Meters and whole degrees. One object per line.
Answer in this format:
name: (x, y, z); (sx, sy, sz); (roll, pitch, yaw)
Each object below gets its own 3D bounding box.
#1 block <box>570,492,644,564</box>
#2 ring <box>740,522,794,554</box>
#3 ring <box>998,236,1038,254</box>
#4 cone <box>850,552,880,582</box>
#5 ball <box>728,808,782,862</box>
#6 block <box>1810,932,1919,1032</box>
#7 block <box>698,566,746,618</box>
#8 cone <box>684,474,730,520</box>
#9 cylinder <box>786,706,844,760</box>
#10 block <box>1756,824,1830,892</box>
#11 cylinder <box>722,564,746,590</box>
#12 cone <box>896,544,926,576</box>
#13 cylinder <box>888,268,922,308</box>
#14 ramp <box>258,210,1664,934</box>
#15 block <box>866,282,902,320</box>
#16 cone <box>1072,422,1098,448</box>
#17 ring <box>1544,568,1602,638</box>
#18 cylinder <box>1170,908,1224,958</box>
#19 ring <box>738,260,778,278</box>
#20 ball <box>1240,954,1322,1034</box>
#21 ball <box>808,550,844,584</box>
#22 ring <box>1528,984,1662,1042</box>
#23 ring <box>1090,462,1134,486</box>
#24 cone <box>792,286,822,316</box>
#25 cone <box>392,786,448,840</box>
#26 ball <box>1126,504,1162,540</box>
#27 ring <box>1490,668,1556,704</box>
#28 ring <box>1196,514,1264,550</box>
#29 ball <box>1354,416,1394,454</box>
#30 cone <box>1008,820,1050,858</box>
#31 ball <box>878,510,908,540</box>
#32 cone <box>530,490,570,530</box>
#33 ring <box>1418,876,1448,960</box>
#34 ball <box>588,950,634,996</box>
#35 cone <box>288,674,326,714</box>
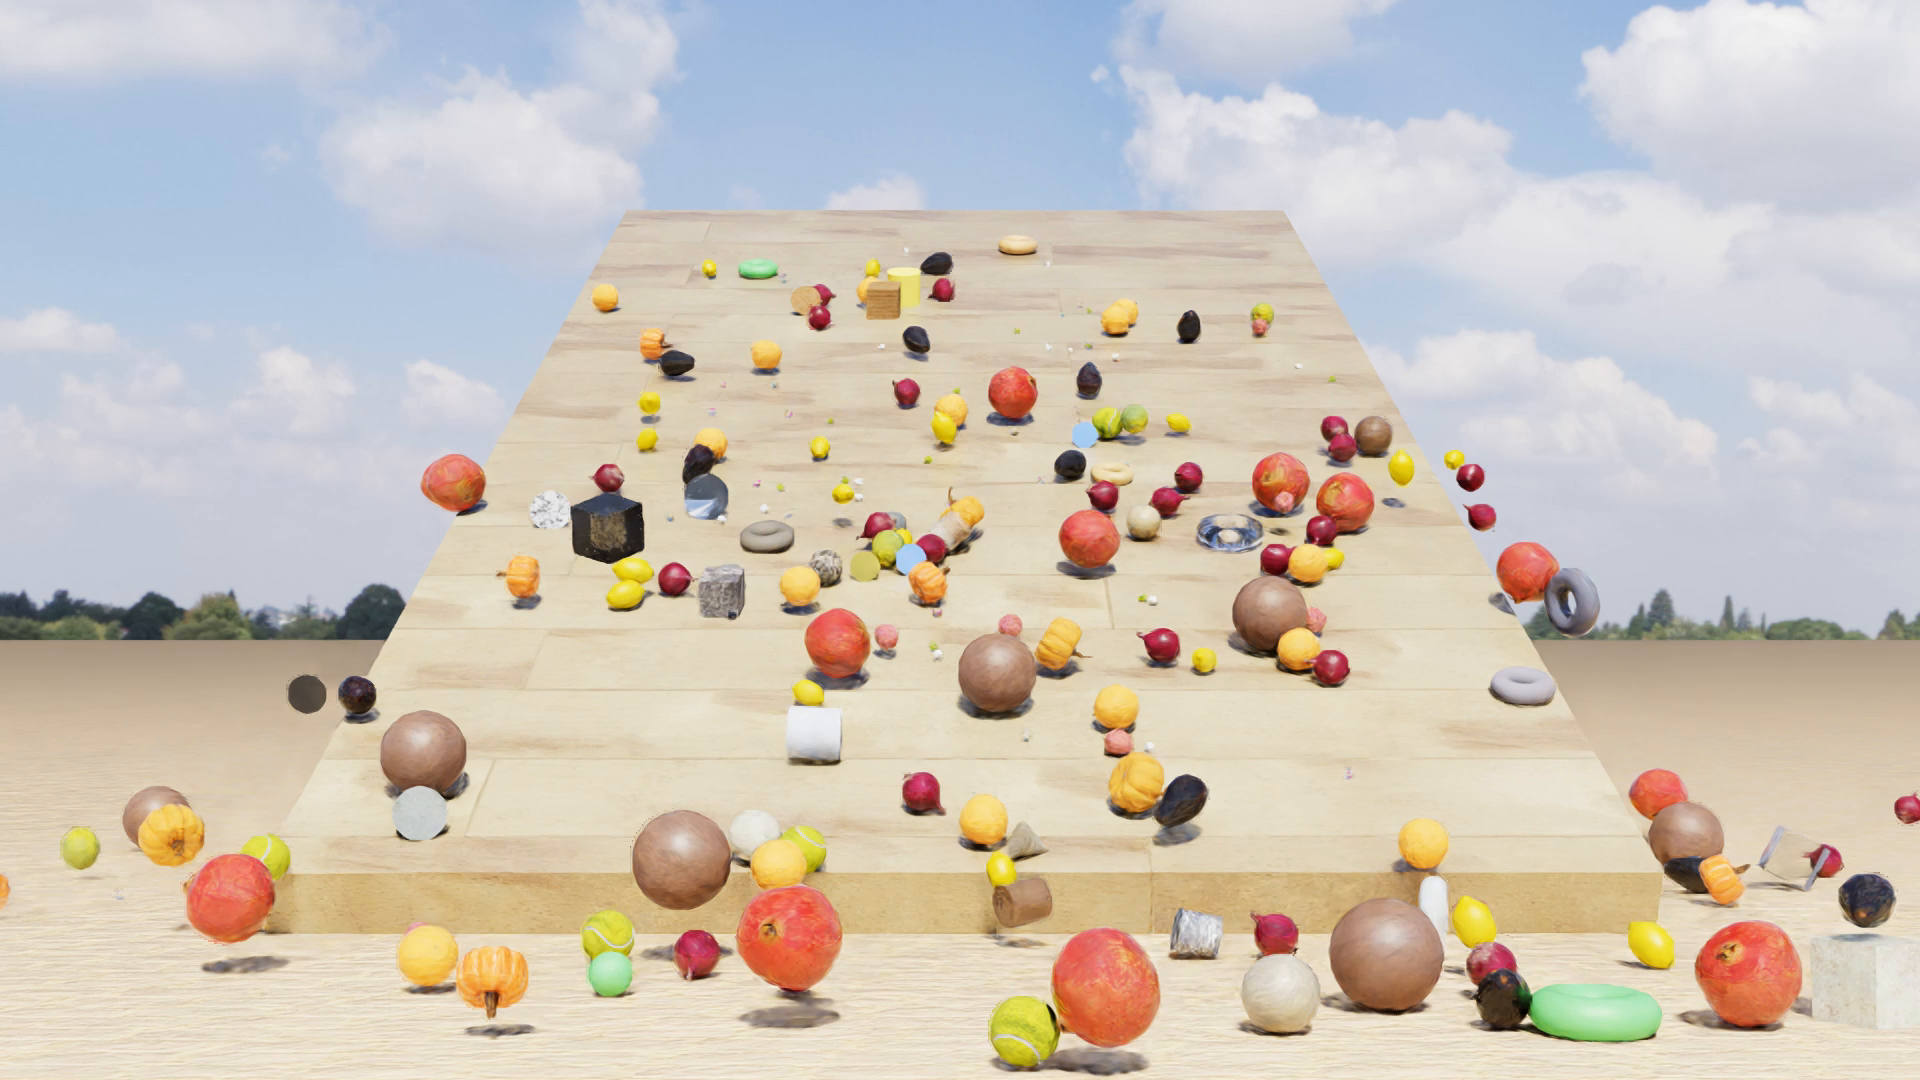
block: (-0.672, -0.022, 4.372); (0.096, 0.096, 0.096); (16, 26, 34)
ring: (-0.371, -0.006, 4.414); (0.106, 0.035, 0.106); (-3, 24, 1)
ring: (0.166, -0.838, 6.507); (0.114, 0.038, 0.114); (1, 21, 0)
cone: (-0.179, 0.051, 4.284); (0.057, 0.057, 0.057); (0, -5, -4)
ball: (-0.293, 0.423, 3.280); (0.076, 0.076, 0.076); (0, -2, 0)
block: (1.015, 0.490, 2.549); (0.091, 0.091, 0.091); (1, -3, -27)
block: (-0.427, 0.094, 4.116); (0.069, 0.069, 0.069); (2, 22, 5)
cone: (-0.493, -0.081, 4.592); (0.094, 0.094, 0.094); (-1, -6, 12)
cylinder: (-0.226, 0.301, 3.573); (0.082, 0.082, 0.082); (3, -2, 0)
block: (1.405, 0.536, 3.863); (0.079, 0.079, 0.079); (28, 3, 11)
cylinder: (-0.419, 0.075, 4.189); (0.051, 0.051, 0.051); (0, 21, -10)
cone: (-0.098, 0.040, 4.312); (0.060, 0.060, 0.060); (1, -6, -13)
cylinder: (-0.145, -0.659, 5.990); (0.087, 0.087, 0.087); (0, 22, 0)
ramp: (-0.006, -0.219, 5.135); (2.000, 0.100, 4.000); (0, 22, 0)
block: (-0.195, -0.616, 5.889); (0.080, 0.080, 0.080); (2, 22, 4)
cone: (0.276, -0.224, 4.978); (0.057, 0.057, 0.057); (-1, -6, 14)
ring: (1.073, 0.110, 4.017); (0.041, 0.124, 0.124); (8, -6, -29)
cylinder: (0.314, 0.522, 3.038); (0.056, 0.056, 0.056); (12, -3, -4)
ring: (-0.553, -0.741, 6.264); (0.109, 0.036, 0.109); (1, 21, 0)
ball: (0.346, 0.489, 2.471); (0.086, 0.086, 0.086); (0, -2, 0)
ball: (-0.248, 0.049, 4.236); (0.064, 0.064, 0.064); (0, -2, 0)
ring: (0.685, 0.510, 2.473); (0.140, 0.047, 0.140); (1, -1, 0)
ring: (0.315, -0.138, 4.757); (0.089, 0.030, 0.089); (3, 23, -1)
cone: (-0.402, -0.613, 5.941); (0.079, 0.079, 0.079); (0, -4, -8)
cone: (-0.795, 0.403, 3.382); (0.079, 0.079, 0.079); (0, -6, -10)
ball: (0.357, -0.036, 4.448); (0.068, 0.068, 0.068); (0, -2, 0)
ring: (0.934, 0.242, 3.798); (0.106, 0.035, 0.106); (-1, 21, 0)
ring: (0.523, -0.016, 4.433); (0.131, 0.044, 0.131); (1, 21, 0)
ball: (0.885, -0.224, 4.903); (0.084, 0.084, 0.084); (0, -2, 0)
cone: (0.107, 0.441, 3.306); (0.056, 0.056, 0.056); (22, -10, -18)
ball: (-0.131, -0.027, 4.438); (0.058, 0.058, 0.058); (0, -2, 0)
cone: (-0.807, -0.054, 4.534); (0.079, 0.079, 0.079); (0, -5, -5)
ring: (0.622, 0.497, 3.016); (0.037, 0.110, 0.110); (2, -2, 14)
ball: (-0.415, 0.516, 2.725); (0.054, 0.054, 0.054); (0, -2, 0)
cone: (-1.079, 0.253, 3.820); (0.065, 0.065, 0.065); (0, 5, 0)
